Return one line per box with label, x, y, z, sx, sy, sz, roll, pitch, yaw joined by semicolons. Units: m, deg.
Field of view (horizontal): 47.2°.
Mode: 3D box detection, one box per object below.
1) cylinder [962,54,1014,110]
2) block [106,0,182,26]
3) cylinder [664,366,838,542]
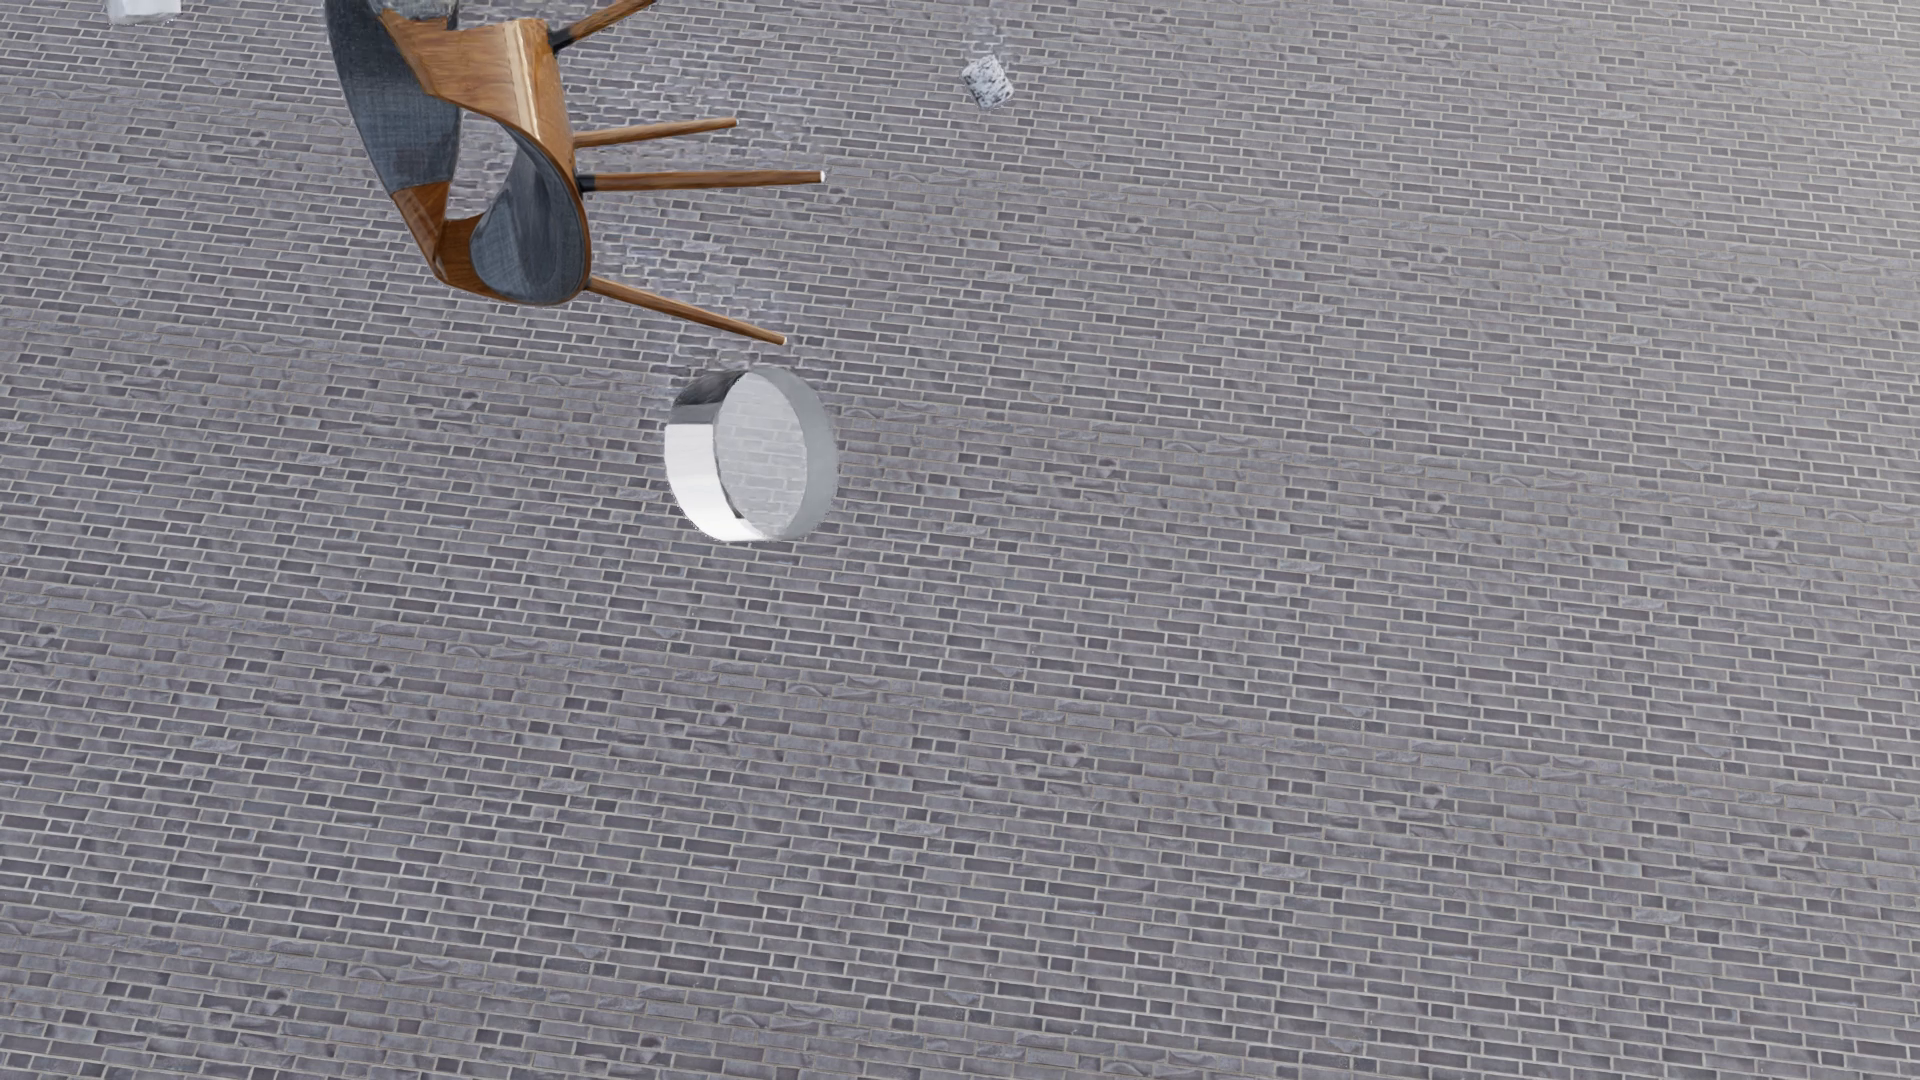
cylinder;0.061;-1.013;4.867;0.083;0.087;0.101;-34;23;-4
block;-1.683;-1.115;4.523;0.111;0.084;0.135;-14;10;-33
cylinder;-0.356;-0.145;3.750;0.244;0.294;0.159;-20;12;-39
